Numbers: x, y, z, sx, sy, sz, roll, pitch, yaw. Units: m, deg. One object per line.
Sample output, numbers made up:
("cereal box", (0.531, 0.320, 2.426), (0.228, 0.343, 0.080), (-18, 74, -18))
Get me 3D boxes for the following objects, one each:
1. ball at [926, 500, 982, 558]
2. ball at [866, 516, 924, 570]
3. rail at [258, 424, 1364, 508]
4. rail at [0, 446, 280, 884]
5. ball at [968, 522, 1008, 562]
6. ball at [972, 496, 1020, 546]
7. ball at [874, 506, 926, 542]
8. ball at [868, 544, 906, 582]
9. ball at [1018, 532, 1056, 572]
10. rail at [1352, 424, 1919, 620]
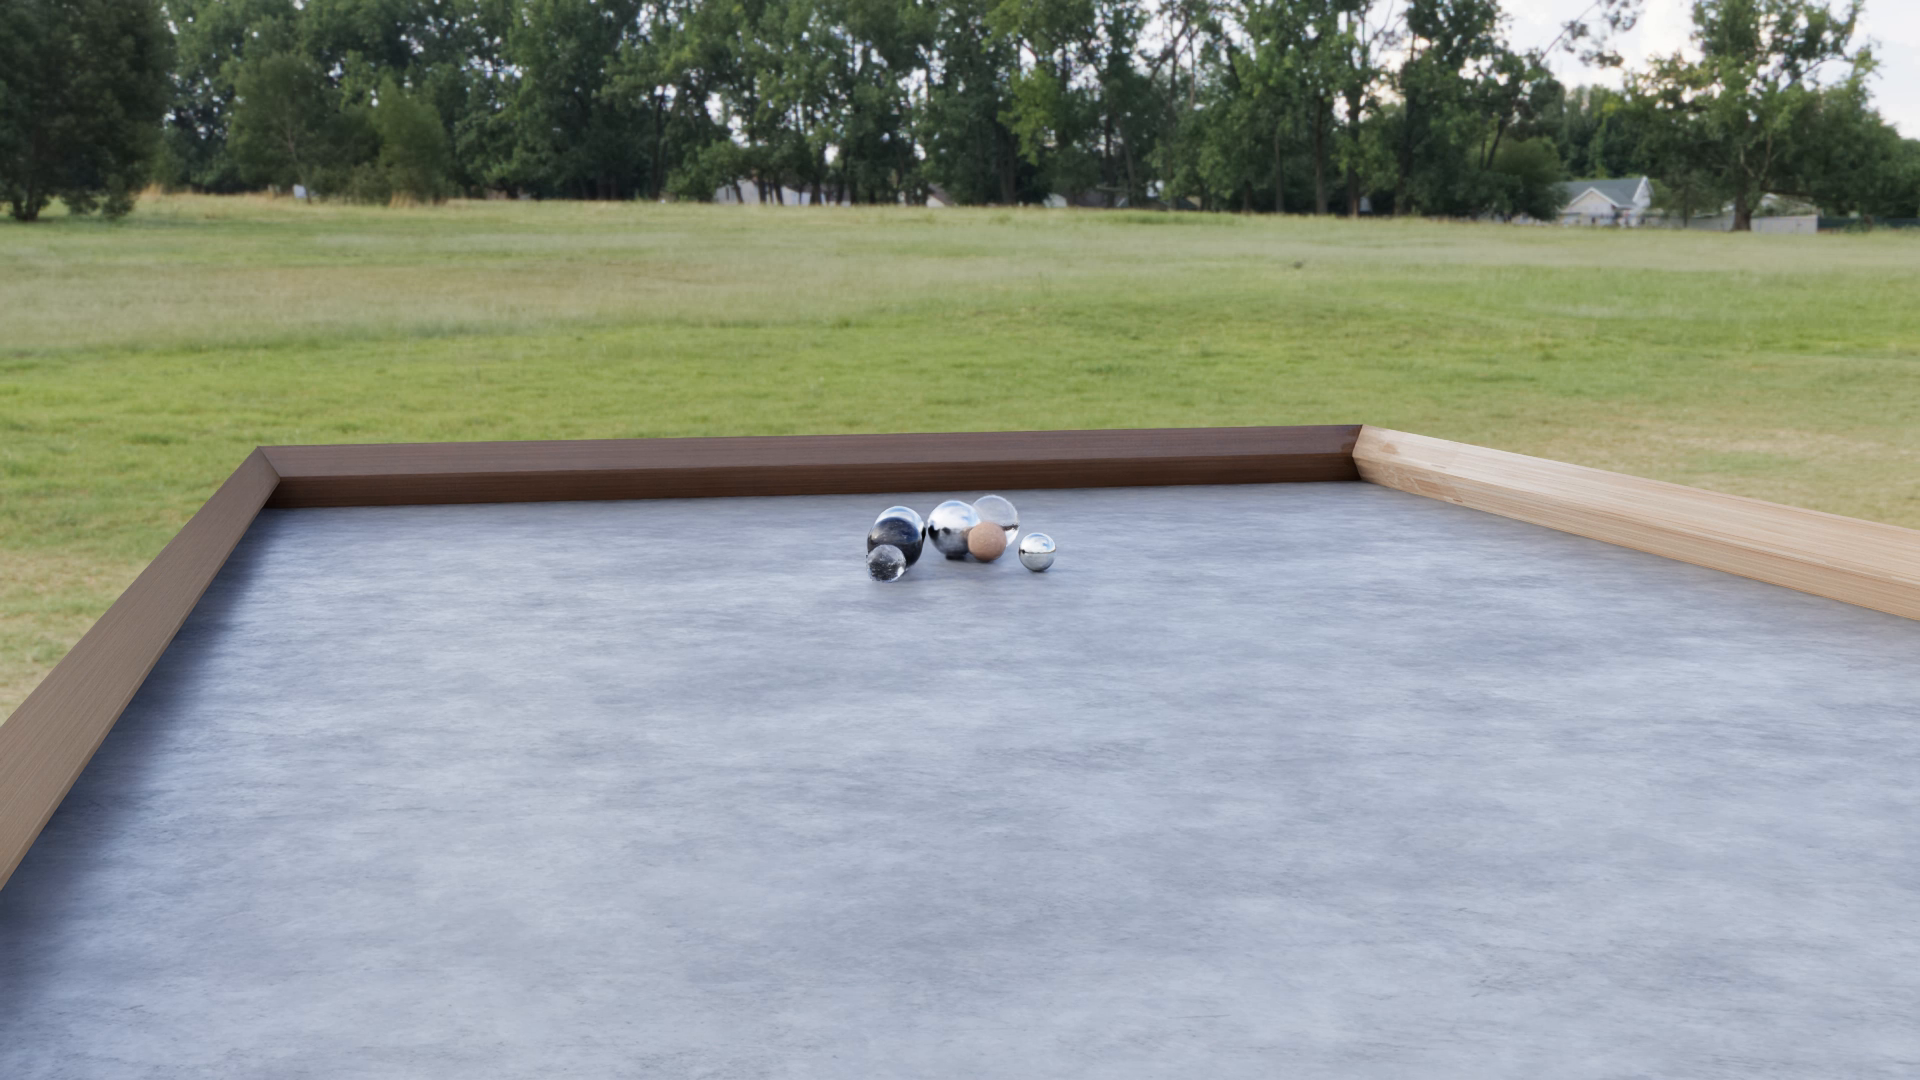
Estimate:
("ball", (-0.010, -0.019, 3.750), (0.096, 0.096, 0.096), (0, 8, 0))
("ball", (-0.106, 0.007, 3.572), (0.092, 0.092, 0.092), (0, 8, 0))
("rail", (-0.247, -0.160, 4.692), (2.396, 0.125, 0.045), (-2, 8, -13))
("rail", (-0.891, 0.155, 2.318), (0.045, 0.125, 4.416), (-2, 8, -13))
("ball", (0.045, 0.003, 3.693), (0.067, 0.067, 0.067), (0, 8, 0))
("ball", (0.055, -0.028, 3.820), (0.097, 0.097, 0.097), (0, 8, 0))
("ball", (-0.103, -0.012, 3.721), (0.090, 0.090, 0.090), (0, 8, 0))
("ball", (-0.116, 0.036, 3.471), (0.060, 0.060, 0.060), (0, 8, 0))
("ball", (0.126, 0.020, 3.584), (0.064, 0.064, 0.064), (0, 8, 0))
("rail", (1.395, 0.085, 2.850), (0.045, 0.125, 4.416), (-2, 8, -13))
